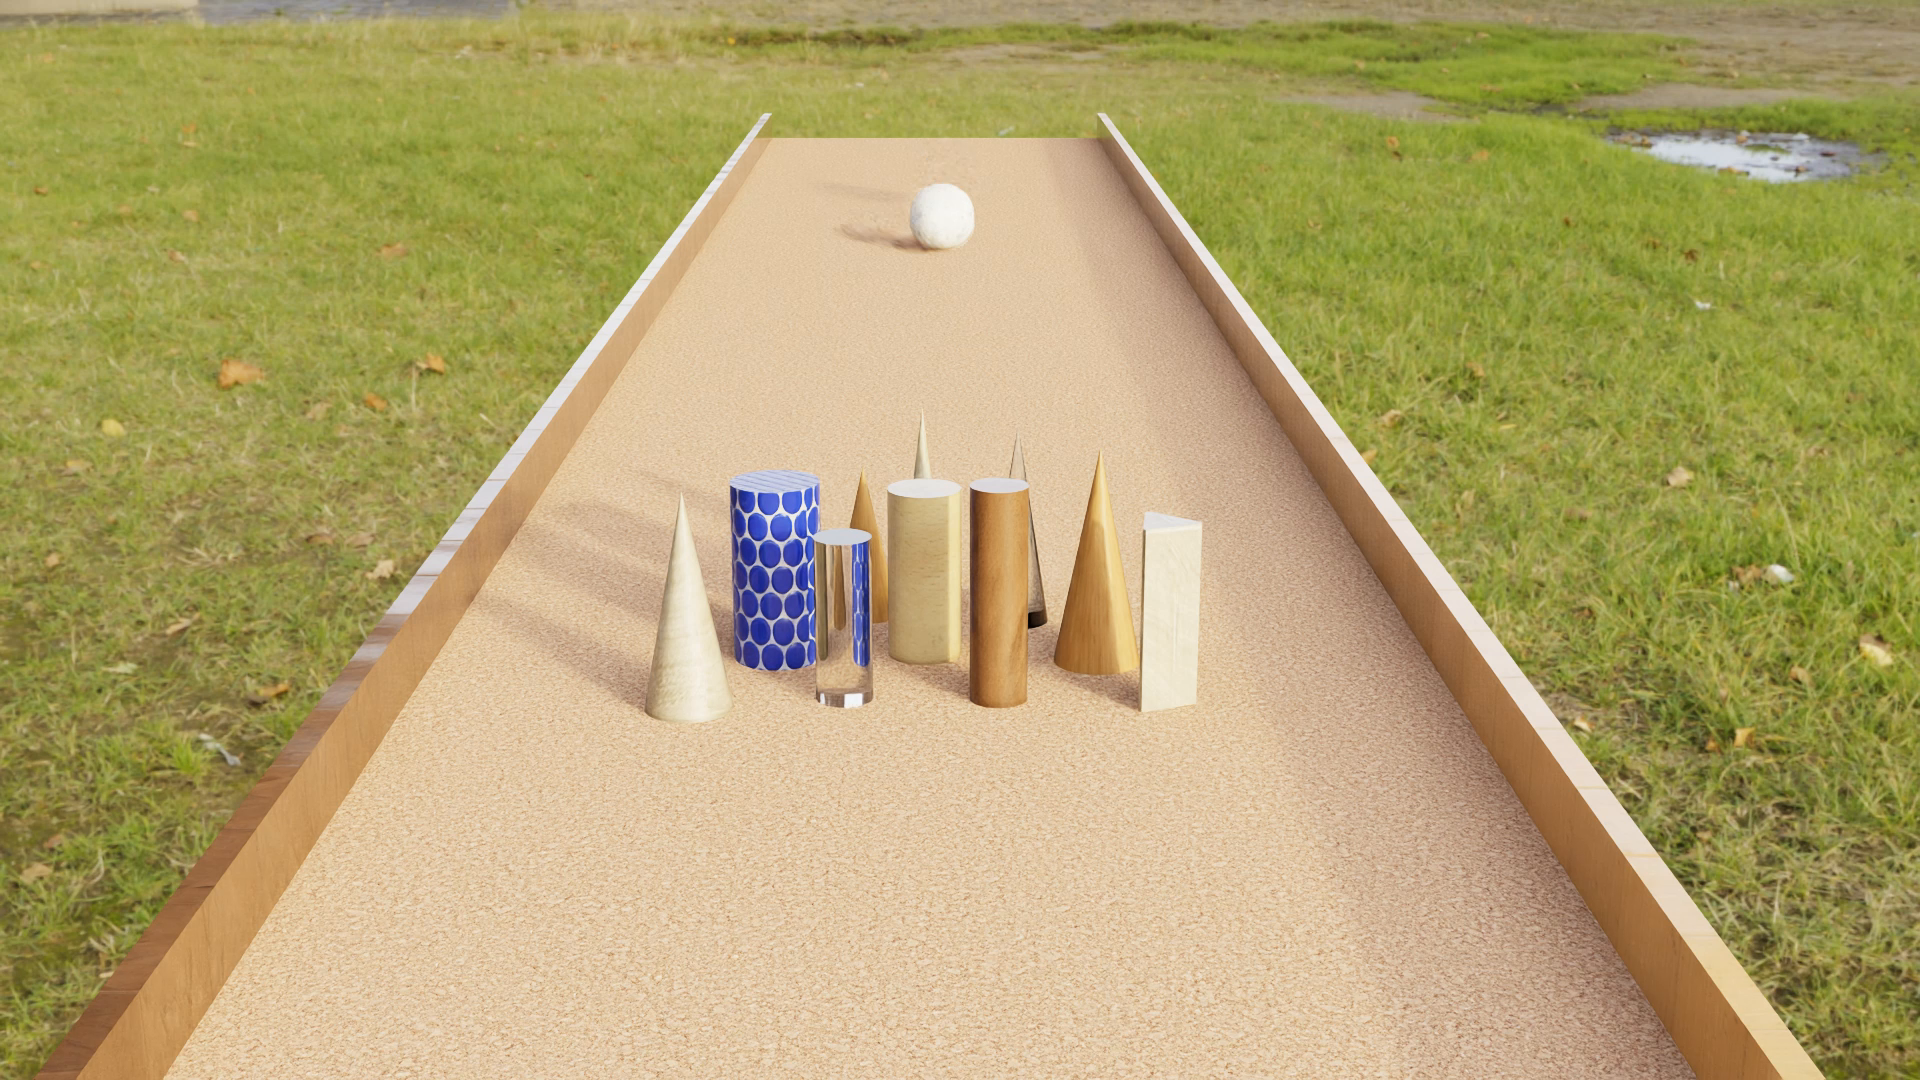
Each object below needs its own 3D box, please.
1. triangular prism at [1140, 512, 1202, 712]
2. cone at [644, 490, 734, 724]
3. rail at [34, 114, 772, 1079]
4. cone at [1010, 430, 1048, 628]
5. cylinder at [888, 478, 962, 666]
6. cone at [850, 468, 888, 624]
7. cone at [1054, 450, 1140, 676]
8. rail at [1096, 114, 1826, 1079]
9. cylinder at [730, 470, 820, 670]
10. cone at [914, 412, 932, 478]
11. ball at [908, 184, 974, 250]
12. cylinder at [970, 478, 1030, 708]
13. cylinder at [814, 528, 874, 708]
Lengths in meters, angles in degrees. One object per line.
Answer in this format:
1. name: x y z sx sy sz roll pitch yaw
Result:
1. triangular prism: 0.374 0.132 4.156 0.121 0.357 0.105 -7 18 -21
2. cone: -0.512 0.112 4.102 0.169 0.426 0.169 0 17 0
3. rail: -1.118 -0.838 7.780 0.050 0.150 12.000 0 17 -1
4. cone: 0.120 -0.036 4.600 0.134 0.426 0.134 0 17 0
5. cylinder: -0.071 0.063 4.407 0.147 0.346 0.147 0 17 0
6. cone: -0.204 0.001 4.653 0.145 0.325 0.145 0 17 0
7. cone: 0.274 0.030 4.352 0.173 0.442 0.173 0 17 0
8. rail: 0.932 -0.844 7.801 0.050 0.150 12.000 0 17 -1
9. cylinder: -0.366 0.059 4.390 0.179 0.365 0.179 0 17 0
10. cone: -0.083 -0.102 4.872 0.100 0.399 0.100 0 17 0
11. ball: -0.077 -1.377 9.365 0.281 0.281 0.281 0 17 0
12. cylinder: 0.073 0.100 4.149 0.111 0.422 0.111 0 17 0
13. cylinder: -0.221 0.148 4.167 0.110 0.321 0.110 0 17 0
